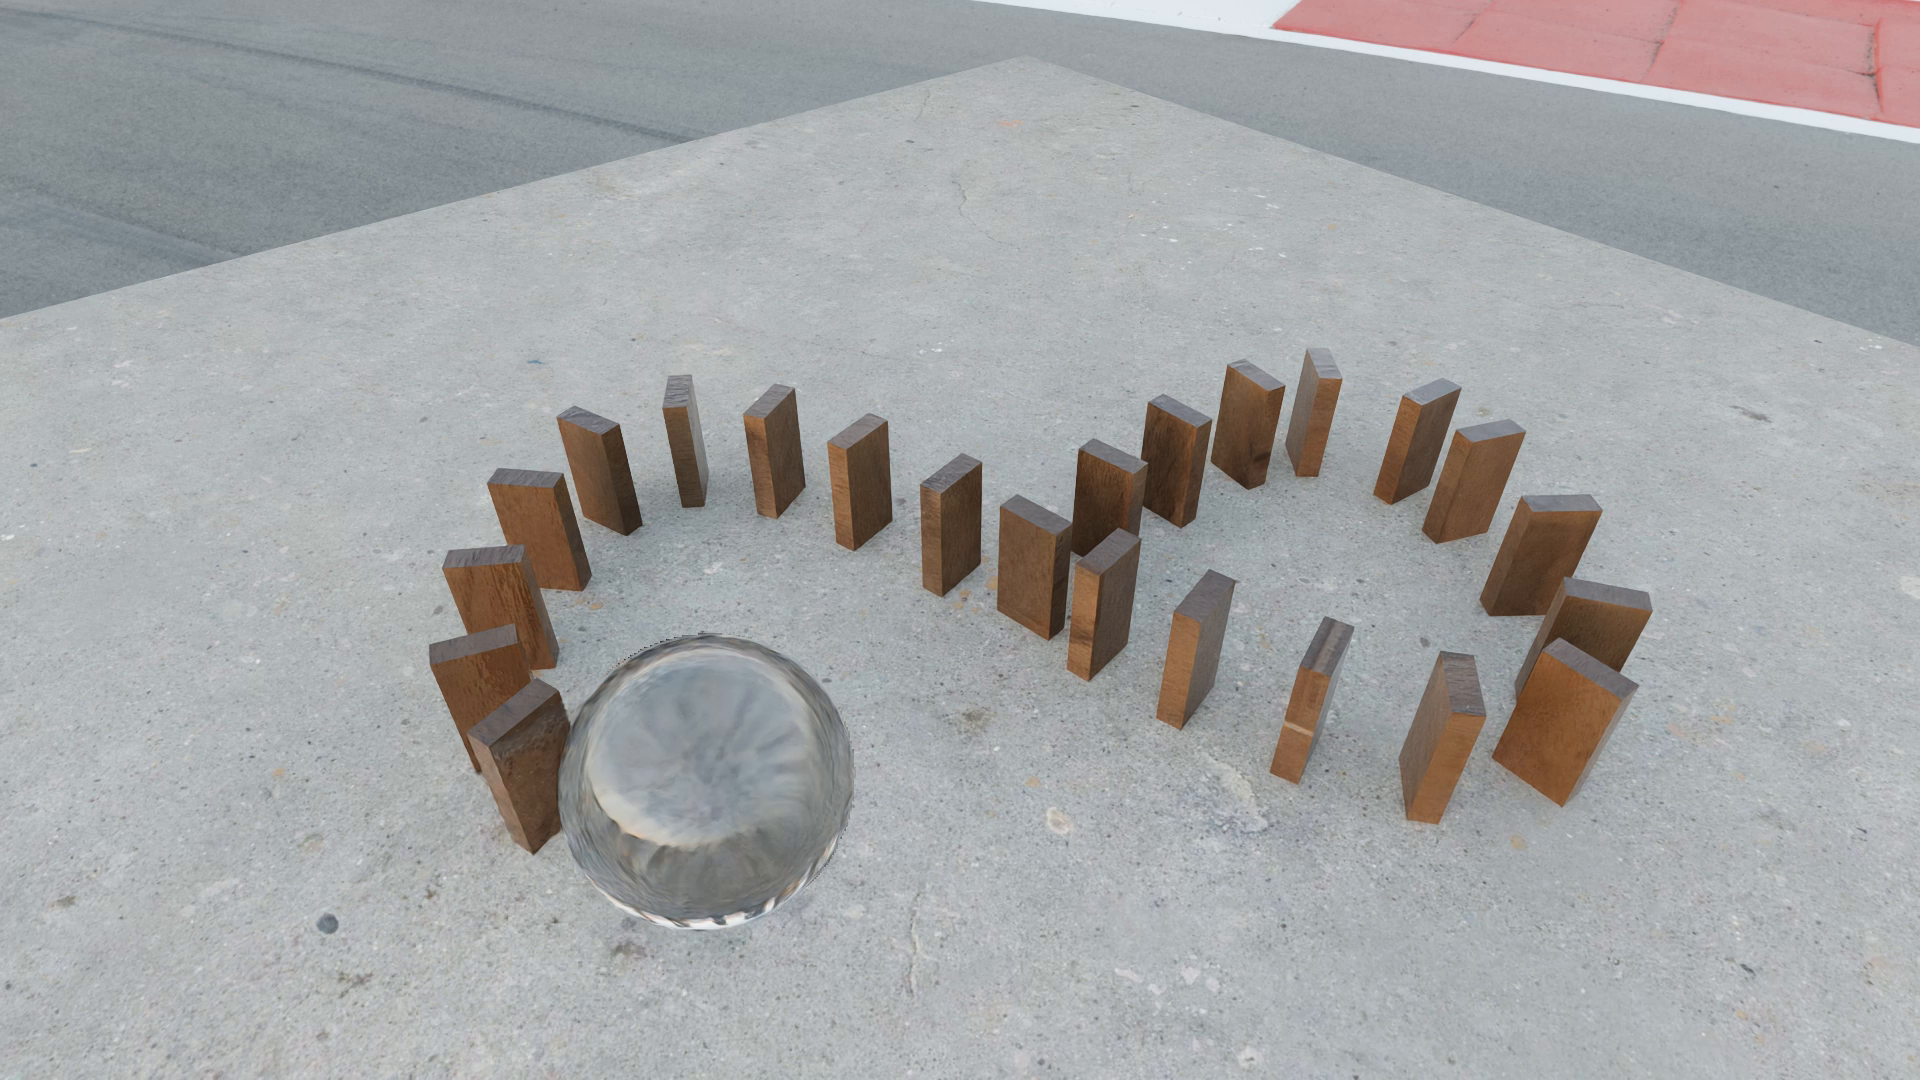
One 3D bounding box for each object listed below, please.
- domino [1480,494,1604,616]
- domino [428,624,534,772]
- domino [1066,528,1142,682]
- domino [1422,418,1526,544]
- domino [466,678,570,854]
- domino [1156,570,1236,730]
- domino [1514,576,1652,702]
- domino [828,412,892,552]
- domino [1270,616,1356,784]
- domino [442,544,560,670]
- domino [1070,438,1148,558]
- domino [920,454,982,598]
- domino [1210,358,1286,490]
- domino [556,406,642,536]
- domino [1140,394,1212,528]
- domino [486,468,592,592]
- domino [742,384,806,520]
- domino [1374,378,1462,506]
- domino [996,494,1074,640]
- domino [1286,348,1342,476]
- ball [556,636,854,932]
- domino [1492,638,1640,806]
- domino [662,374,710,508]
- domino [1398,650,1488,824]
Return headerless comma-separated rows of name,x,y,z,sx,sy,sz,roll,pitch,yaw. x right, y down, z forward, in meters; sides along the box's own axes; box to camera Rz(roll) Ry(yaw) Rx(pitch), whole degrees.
domino,0.212,0.006,0.404,0.025,0.050,0.009,-1,39,-2
domino,-0.148,0.051,0.349,0.025,0.050,0.009,-14,41,-17
domino,0.050,0.023,0.383,0.009,0.050,0.025,28,47,30
domino,0.205,-0.023,0.439,0.025,0.050,0.009,-12,41,-14
domino,-0.127,0.068,0.328,0.010,0.050,0.025,22,44,25
domino,0.078,0.037,0.366,0.010,0.050,0.025,25,45,27
domino,0.207,0.036,0.367,0.025,0.050,0.009,12,41,14
domino,-0.039,-0.023,0.439,0.010,0.050,0.025,25,45,27
domino,0.111,0.051,0.349,0.009,0.050,0.025,21,44,24
domino,-0.158,0.025,0.381,0.025,0.050,0.009,-5,40,-6
domino,0.057,-0.012,0.426,0.025,0.050,0.010,29,47,31
domino,-0.003,-0.005,0.418,0.010,0.050,0.025,26,46,28
domino,0.123,-0.049,0.472,0.009,0.050,0.025,-20,44,-23
domino,-0.145,-0.027,0.445,0.025,0.050,0.009,22,44,24
domino,0.087,-0.032,0.450,0.009,0.050,0.025,-30,48,-31
domino,-0.158,-0.003,0.415,0.025,0.050,0.009,5,40,6
domino,-0.076,-0.036,0.456,0.010,0.050,0.025,14,41,17
domino,0.192,-0.041,0.462,0.025,0.050,0.009,-23,45,-25
domino,0.027,0.010,0.399,0.025,0.050,0.010,30,48,31
domino,0.153,-0.055,0.479,0.009,0.050,0.025,1,39,1
ball,-0.070,0.067,0.306,0.080,0.080,0.080,0,39,0
domino,0.187,0.057,0.342,0.009,0.050,0.025,-25,46,-28
domino,-0.115,-0.041,0.462,0.009,0.050,0.025,-4,39,-5
domino,0.147,0.061,0.337,0.009,0.050,0.025,7,40,9
